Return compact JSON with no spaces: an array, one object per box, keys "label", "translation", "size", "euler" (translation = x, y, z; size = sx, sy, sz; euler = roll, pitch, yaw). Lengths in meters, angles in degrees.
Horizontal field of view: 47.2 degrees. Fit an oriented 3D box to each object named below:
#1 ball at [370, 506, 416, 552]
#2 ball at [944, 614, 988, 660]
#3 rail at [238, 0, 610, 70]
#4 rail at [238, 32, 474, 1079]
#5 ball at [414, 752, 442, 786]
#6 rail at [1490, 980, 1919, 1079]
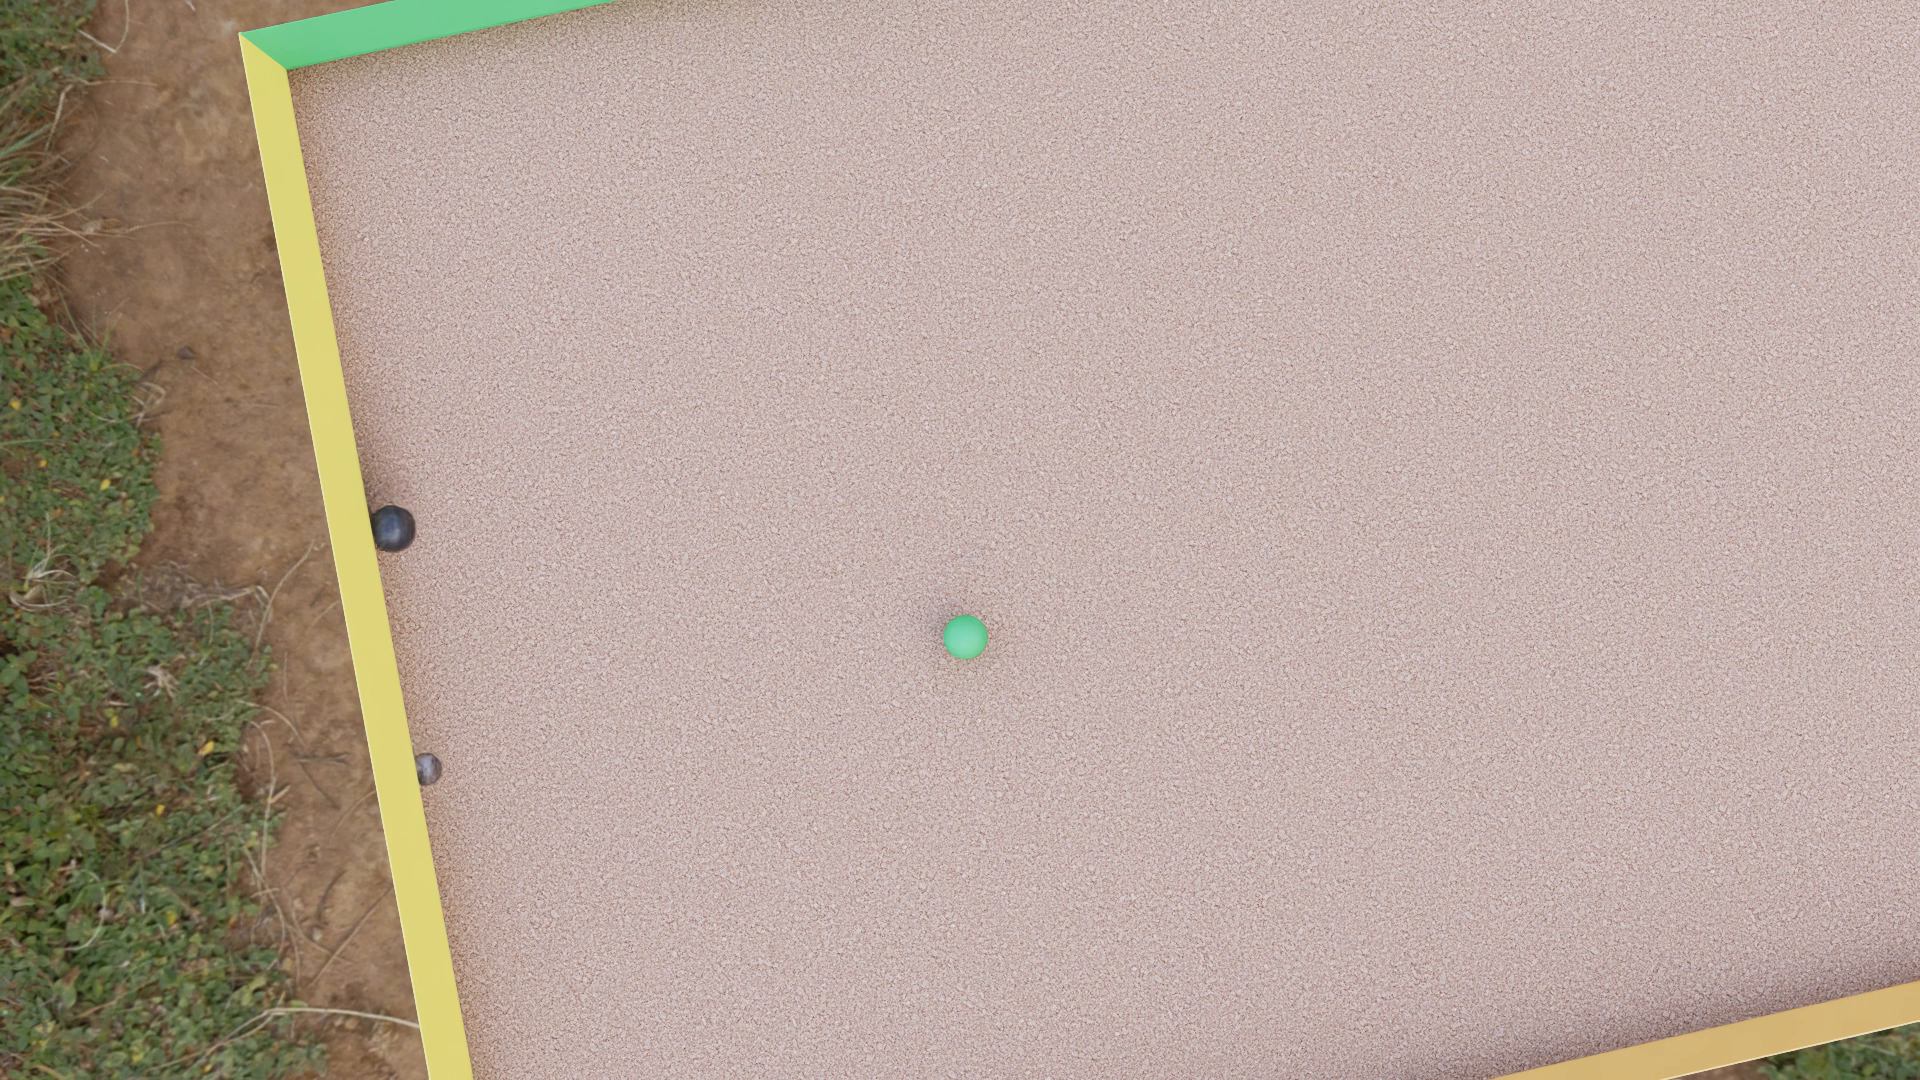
[{"label":"ball","translation":[-0.844,-0.017,3.272],"size":[0.068,0.068,0.068],"euler":[0,82,0]},{"label":"ball","translation":[0.008,0.143,3.249],"size":[0.066,0.066,0.066],"euler":[0,82,0]},{"label":"rail","translation":[0.665,-1.111,3.405],"size":[3.568,0.120,0.045],"euler":[-12,82,-2]},{"label":"rail","translation":[-0.848,0.182,3.215],"size":[0.045,0.120,1.942],"euler":[-12,82,-2]},{"label":"ball","translation":[-0.785,0.337,3.230],"size":[0.048,0.048,0.048],"euler":[0,82,0]},{"label":"rail","translation":[1.076,0.719,3.137],"size":[3.568,0.120,0.045],"euler":[-12,82,-2]}]
